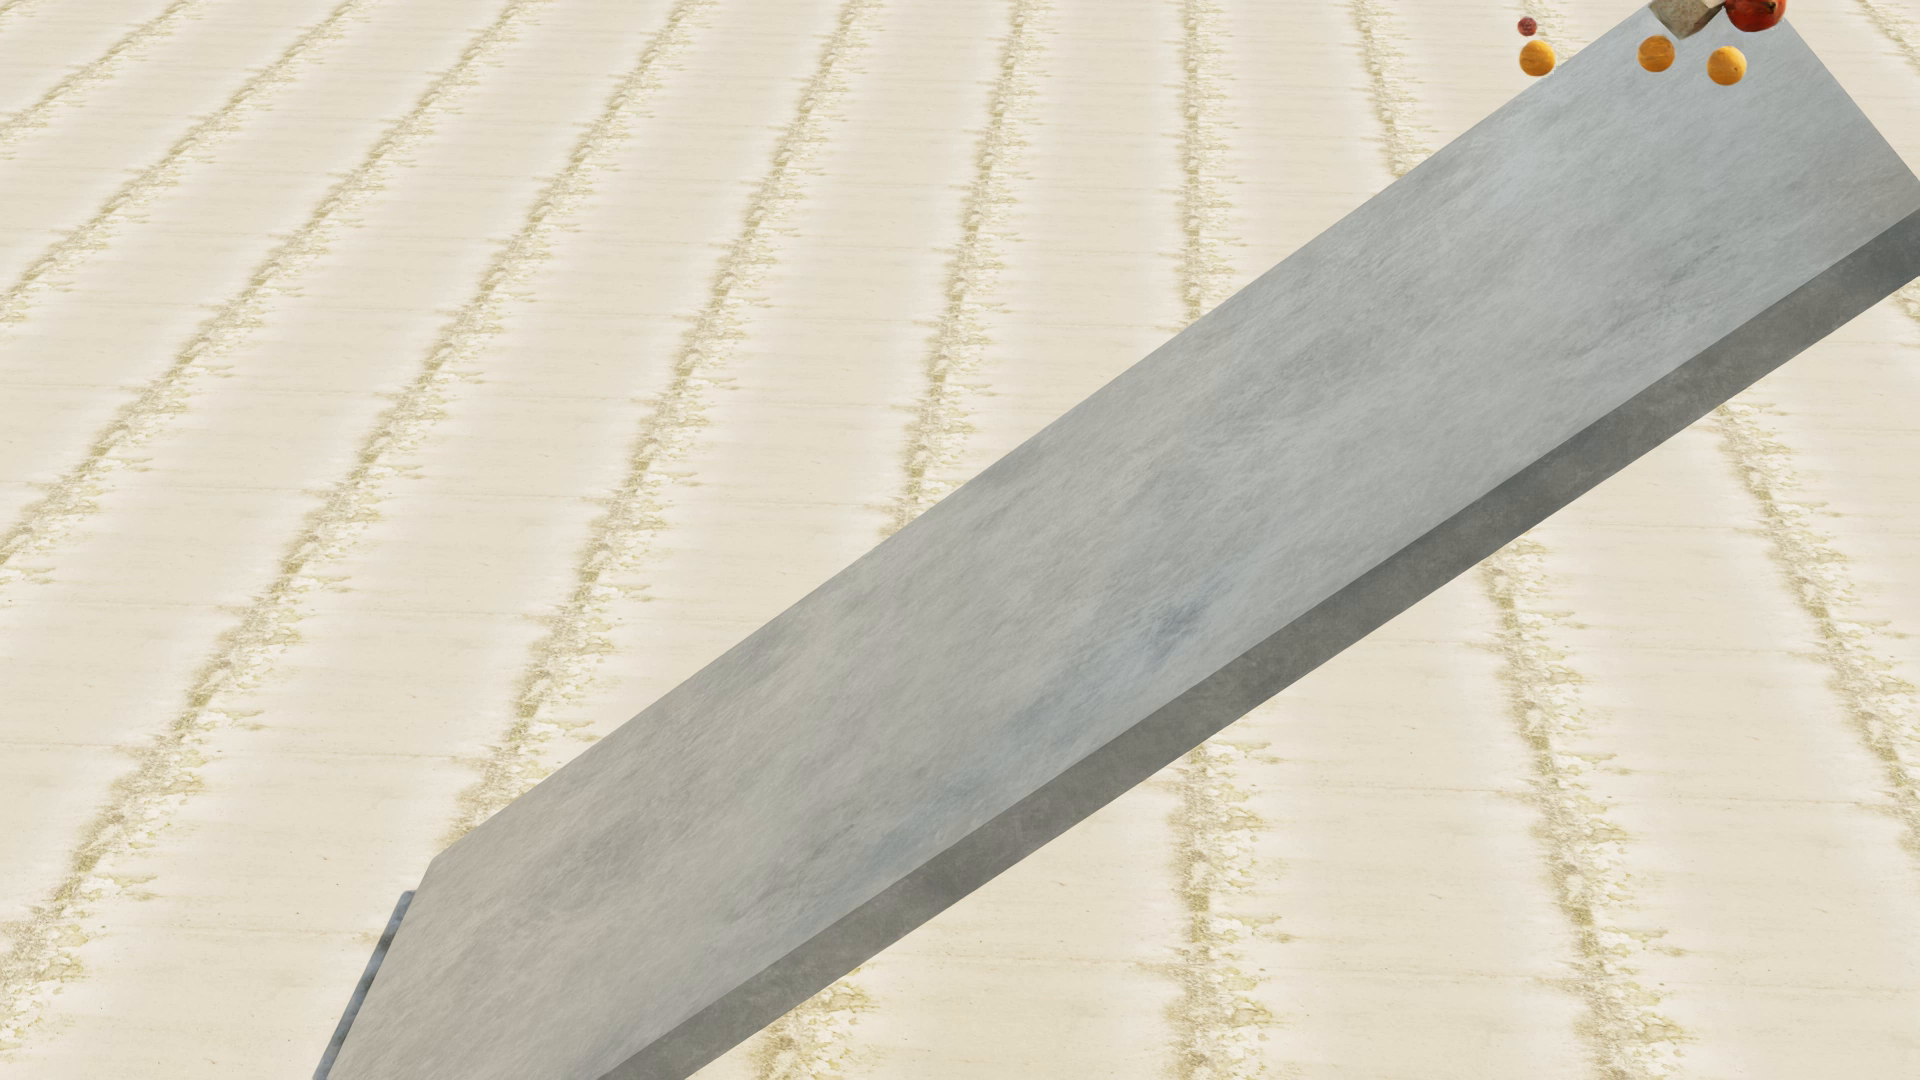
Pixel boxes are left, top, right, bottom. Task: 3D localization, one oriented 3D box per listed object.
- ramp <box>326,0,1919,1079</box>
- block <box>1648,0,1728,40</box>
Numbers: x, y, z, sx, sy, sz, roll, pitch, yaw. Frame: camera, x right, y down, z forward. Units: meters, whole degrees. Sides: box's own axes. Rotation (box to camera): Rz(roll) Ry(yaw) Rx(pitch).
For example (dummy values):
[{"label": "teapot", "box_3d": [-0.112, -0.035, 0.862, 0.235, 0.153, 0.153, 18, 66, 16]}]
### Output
[{"label": "ramp", "box_3d": [0.126, 0.181, 6.329, 4.000, 0.100, 2.000, -35, 16, 17]}, {"label": "block", "box_3d": [1.405, -1.035, 5.669, 0.091, 0.091, 0.091, 50, 44, 11]}]
